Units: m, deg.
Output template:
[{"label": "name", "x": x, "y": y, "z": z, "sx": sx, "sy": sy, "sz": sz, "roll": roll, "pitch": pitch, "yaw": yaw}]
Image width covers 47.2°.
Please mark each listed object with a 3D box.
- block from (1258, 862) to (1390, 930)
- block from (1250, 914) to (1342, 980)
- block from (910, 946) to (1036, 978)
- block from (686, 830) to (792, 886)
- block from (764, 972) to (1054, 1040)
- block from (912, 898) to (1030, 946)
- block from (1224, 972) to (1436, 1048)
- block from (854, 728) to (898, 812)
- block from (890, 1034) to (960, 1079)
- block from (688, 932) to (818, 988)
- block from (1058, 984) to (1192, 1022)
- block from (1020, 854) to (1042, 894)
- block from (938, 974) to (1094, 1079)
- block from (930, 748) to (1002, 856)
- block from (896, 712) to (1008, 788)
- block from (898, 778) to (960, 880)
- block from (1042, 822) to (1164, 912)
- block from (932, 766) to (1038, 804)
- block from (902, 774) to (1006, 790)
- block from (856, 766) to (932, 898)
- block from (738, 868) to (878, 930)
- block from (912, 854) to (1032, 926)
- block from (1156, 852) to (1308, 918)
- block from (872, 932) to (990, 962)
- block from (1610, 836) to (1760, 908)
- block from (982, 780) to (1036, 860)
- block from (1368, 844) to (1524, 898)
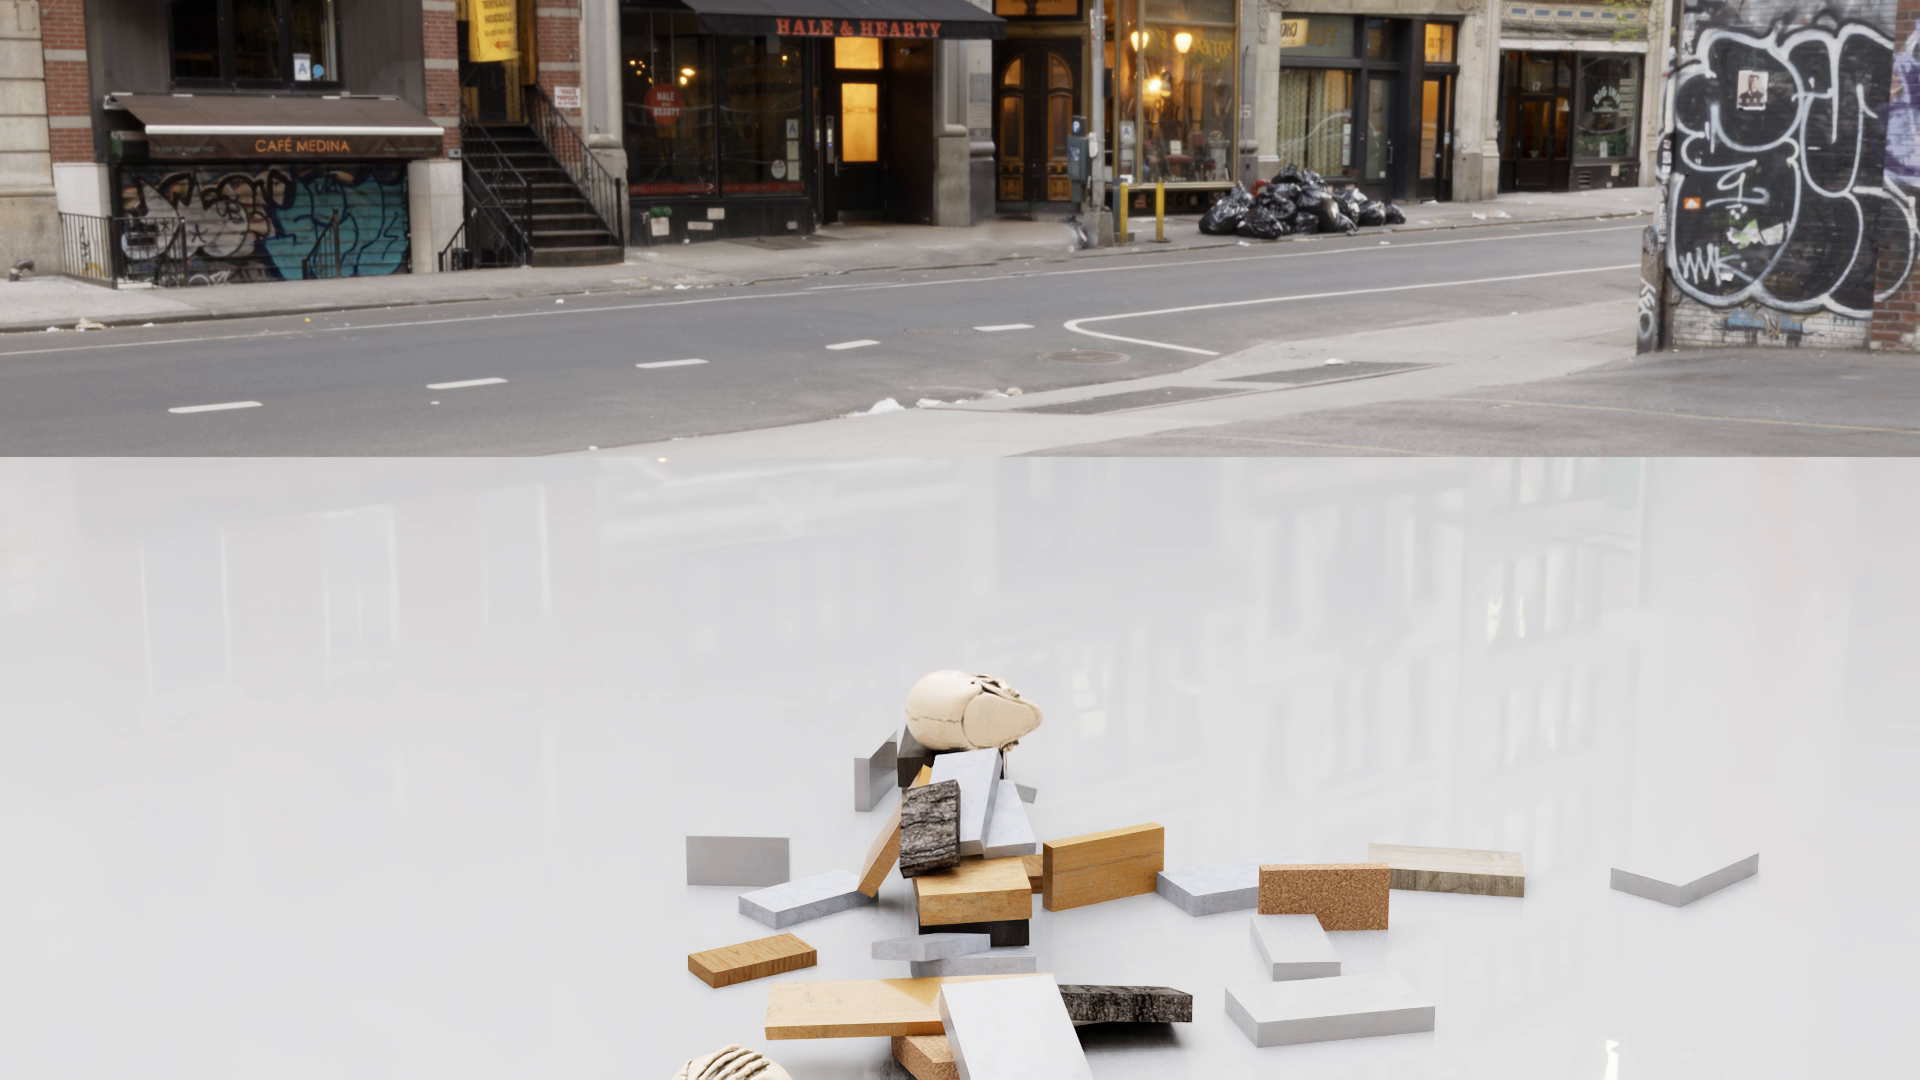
[{"label": "block", "x": 0.579, "y": 0.569, "z": 3.503, "sx": 0.204, "sy": 0.102, "sz": 0.029, "roll": 0, "pitch": 11, "yaw": -3}, {"label": "block", "x": 0.516, "y": 0.627, "z": 3.391, "sx": 0.102, "sy": 0.029, "sz": 0.204, "roll": 0, "pitch": 11, "yaw": -2}, {"label": "block", "x": 0.015, "y": 0.612, "z": 3.174, "sx": 0.162, "sy": 0.046, "sz": 0.323, "roll": -1, "pitch": -6, "yaw": -3}, {"label": "block", "x": -0.373, "y": 0.538, "z": 3.709, "sx": 0.175, "sy": 0.087, "sz": 0.025, "roll": 1, "pitch": 11, "yaw": 3}, {"label": "block", "x": -0.066, "y": 0.629, "z": 2.963, "sx": 0.387, "sy": 0.024, "sz": 0.086, "roll": -3, "pitch": 30, "yaw": 3}, {"label": "block", "x": 0.013, "y": 0.582, "z": 3.364, "sx": 0.162, "sy": 0.046, "sz": 0.323, "roll": -1, "pitch": -4, "yaw": -3}, {"label": "block", "x": 0.527, "y": 0.669, "z": 3.140, "sx": 0.266, "sy": 0.038, "sz": 0.133, "roll": -2, "pitch": 11, "yaw": -13}, {"label": "block", "x": -0.160, "y": 0.438, "z": 4.201, "sx": 0.029, "sy": 0.104, "sz": 0.208, "roll": 2, "pitch": 11, "yaw": 13}, {"label": "block", "x": 0.010, "y": 0.677, "z": 2.900, "sx": 0.149, "sy": 0.042, "sz": 0.298, "roll": -2, "pitch": -2, "yaw": -13}, {"label": "block", "x": -0.315, "y": 0.638, "z": 3.342, "sx": 0.175, "sy": 0.025, "sz": 0.087, "roll": -7, "pitch": 12, "yaw": -32}, {"label": "block", "x": 0.180, "y": 0.649, "z": 3.087, "sx": 0.265, "sy": 0.038, "sz": 0.133, "roll": 3, "pitch": -7, "yaw": -10}, {"label": "block", "x": 0.168, "y": 0.563, "z": 3.727, "sx": 0.220, "sy": 0.031, "sz": 0.110, "roll": -2, "pitch": 11, "yaw": -9}, {"label": "block", "x": 0.079, "y": 0.656, "z": 2.707, "sx": 0.149, "sy": 0.042, "sz": 0.298, "roll": -3, "pitch": 30, "yaw": -13}, {"label": "block", "x": 0.000, "y": 0.402, "z": 3.362, "sx": 0.102, "sy": 0.029, "sz": 0.204, "roll": -9, "pitch": 34, "yaw": 16}, {"label": "block", "x": -0.010, "y": 0.366, "z": 3.883, "sx": 0.180, "sy": 0.051, "sz": 0.359, "roll": -1, "pitch": 7, "yaw": 2}, {"label": "block", "x": -0.044, "y": 0.431, "z": 3.293, "sx": 0.086, "sy": 0.024, "sz": 0.172, "roll": -13, "pitch": 33, "yaw": 9}, {"label": "block", "x": 0.238, "y": 0.540, "z": 3.637, "sx": 0.220, "sy": 0.110, "sz": 0.031, "roll": -6, "pitch": 12, "yaw": -29}, {"label": "block", "x": 0.035, "y": 0.397, "z": 3.570, "sx": 0.087, "sy": 0.025, "sz": 0.254, "roll": 17, "pitch": -8, "yaw": -20}, {"label": "block", "x": -0.007, "y": 0.445, "z": 3.976, "sx": 0.180, "sy": 0.051, "sz": 0.359, "roll": -1, "pitch": -5, "yaw": 1}, {"label": "block", "x": -0.101, "y": 0.475, "z": 3.588, "sx": 0.029, "sy": 0.208, "sz": 0.104, "roll": 28, "pitch": 28, "yaw": -6}, {"label": "block", "x": -0.247, "y": 0.587, "z": 3.603, "sx": 0.208, "sy": 0.029, "sz": 0.104, "roll": -9, "pitch": 14, "yaw": -39}, {"label": "block", "x": 0.009, "y": 0.498, "z": 3.323, "sx": 0.162, "sy": 0.046, "sz": 0.323, "roll": -3, "pitch": 11, "yaw": -4}, {"label": "block", "x": 0.471, "y": 0.573, "z": 3.662, "sx": 0.257, "sy": 0.036, "sz": 0.128, "roll": -4, "pitch": 11, "yaw": -23}, {"label": "block", "x": -0.039, "y": 0.566, "z": 3.062, "sx": 0.086, "sy": 0.024, "sz": 0.172, "roll": -5, "pitch": -7, "yaw": 32}, {"label": "block", "x": 1.230, "y": 0.560, "z": 3.730, "sx": 0.256, "sy": 0.036, "sz": 0.128, "roll": -9, "pitch": 14, "yaw": -41}, {"label": "block", "x": 0.059, "y": 0.426, "z": 3.366, "sx": 0.080, "sy": 0.023, "sz": 0.159, "roll": -4, "pitch": 31, "yaw": -11}, {"label": "block", "x": 0.822, "y": 0.560, "z": 3.733, "sx": 0.257, "sy": 0.036, "sz": 0.128, "roll": 2, "pitch": 11, "yaw": 11}]
